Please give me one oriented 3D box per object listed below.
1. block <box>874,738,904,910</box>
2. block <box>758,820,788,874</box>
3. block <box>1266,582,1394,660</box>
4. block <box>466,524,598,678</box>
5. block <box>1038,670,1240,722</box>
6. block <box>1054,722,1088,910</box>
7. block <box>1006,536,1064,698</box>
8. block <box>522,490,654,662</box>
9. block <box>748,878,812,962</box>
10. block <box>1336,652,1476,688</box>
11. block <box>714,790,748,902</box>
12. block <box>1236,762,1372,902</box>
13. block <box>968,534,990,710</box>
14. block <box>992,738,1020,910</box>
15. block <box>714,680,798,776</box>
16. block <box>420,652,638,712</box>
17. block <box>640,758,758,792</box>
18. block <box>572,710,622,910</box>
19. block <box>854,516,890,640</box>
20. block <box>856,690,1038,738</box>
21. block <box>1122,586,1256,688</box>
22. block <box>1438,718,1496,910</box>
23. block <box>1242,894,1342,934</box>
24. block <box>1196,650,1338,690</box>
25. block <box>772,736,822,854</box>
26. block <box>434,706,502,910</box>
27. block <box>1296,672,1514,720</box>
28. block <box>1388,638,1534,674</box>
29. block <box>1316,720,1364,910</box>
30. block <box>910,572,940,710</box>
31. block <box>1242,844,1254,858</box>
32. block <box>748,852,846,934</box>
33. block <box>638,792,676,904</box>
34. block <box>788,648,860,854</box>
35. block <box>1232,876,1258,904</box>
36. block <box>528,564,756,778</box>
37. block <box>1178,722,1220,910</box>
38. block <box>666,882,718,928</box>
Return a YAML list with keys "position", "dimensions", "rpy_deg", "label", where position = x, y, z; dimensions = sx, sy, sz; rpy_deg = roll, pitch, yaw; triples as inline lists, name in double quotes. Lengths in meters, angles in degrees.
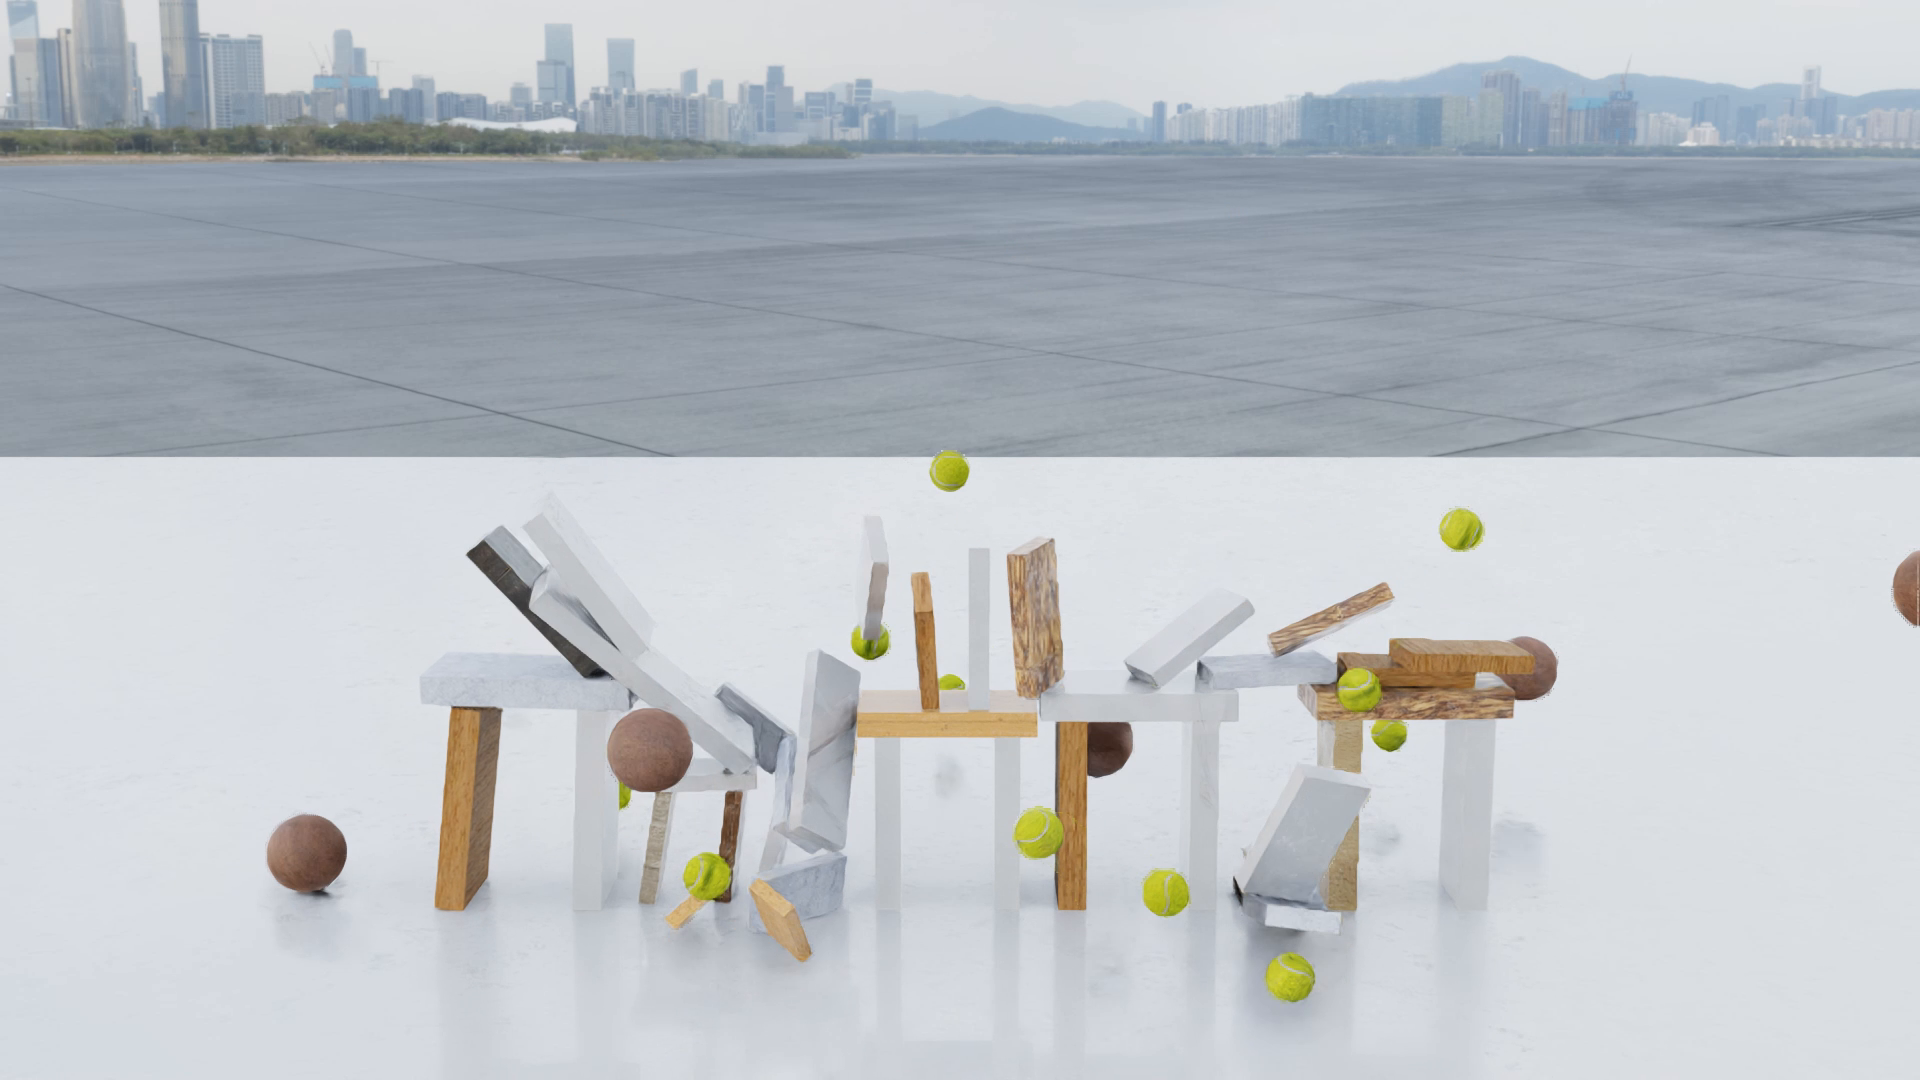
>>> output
- position: [-0.117, 0.448, 3.639]
  dimensions: [0.041, 0.291, 0.145]
  rpy_deg: [0, 11, 0]
  label: "block"
- position: [-0.304, 0.500, 3.654]
  dimensions: [0.026, 0.182, 0.091]
  rpy_deg: [16, 12, 4]
  label: "block"
- position: [0.599, 0.131, 3.565]
  dimensions: [0.208, 0.029, 0.104]
  rpy_deg: [-25, -12, 2]
  label: "block"
- position: [-0.678, 0.098, 3.576]
  dimensions: [0.039, 0.273, 0.136]
  rpy_deg: [-42, 7, 8]
  label: "block"
- position: [0.289, 0.255, 3.606]
  dimensions: [0.319, 0.045, 0.159]
  rpy_deg: [0, 11, 0]
  label: "block"
- position: [0.183, 0.433, 3.640]
  dimensions: [0.045, 0.319, 0.159]
  rpy_deg: [0, 11, 0]
  label: "block"
- position: [0.122, 0.123, 3.538]
  dimensions: [0.033, 0.235, 0.117]
  rpy_deg: [2, 14, 26]
  label: "block"
- position: [-0.586, 0.056, 3.483]
  dimensions: [0.039, 0.273, 0.136]
  rpy_deg: [-34, 15, 6]
  label: "block"
- position: [-0.270, 0.575, 3.322]
  dimensions: [0.077, 0.155, 0.022]
  rpy_deg: [34, 65, 29]
  label: "block"
- position: [0.729, 0.213, 3.601]
  dimensions: [0.208, 0.029, 0.104]
  rpy_deg: [1, 11, 0]
  label: "block"
- position: [-0.379, 0.495, 3.653]
  dimensions: [0.027, 0.191, 0.095]
  rpy_deg: [7, 11, 0]
  label: "block"
- position: [0.528, 0.453, 3.391]
  dimensions: [0.117, 0.235, 0.033]
  rpy_deg: [12, 30, -20]
  label: "block"
- position: [0.031, 0.133, 3.581]
  dimensions: [0.033, 0.267, 0.117]
  rpy_deg: [0, 11, 0]
  label: "block"
- position: [0.077, 0.448, 3.639]
  dimensions: [0.041, 0.291, 0.145]
  rpy_deg: [0, 11, 0]
  label: "block"
- position: [-0.355, 0.317, 3.703]
  dimensions: [0.165, 0.077, 0.022]
  rpy_deg: [40, 13, -15]
  label: "block"
- position: [-0.694, 0.231, 3.603]
  dimensions: [0.338, 0.048, 0.169]
  rpy_deg: [2, 11, 2]
  label: "block"
- position: [-0.429, 0.388, 3.629]
  dimensions: [0.191, 0.027, 0.095]
  rpy_deg: [-1, 11, -5]
  label: "block"
- position: [-0.600, 0.423, 3.639]
  dimensions: [0.048, 0.337, 0.169]
  rpy_deg: [3, 11, -1]
  label: "block"
- position: [-0.147, 0.065, 3.662]
  dimensions: [0.029, 0.202, 0.101]
  rpy_deg: [-3, 49, -11]
  label: "block"
- position: [-0.020, 0.285, 3.609]
  dimensions: [0.291, 0.041, 0.145]
  rpy_deg: [0, 11, 0]
  label: "block"
- position: [0.377, 0.159, 3.620]
  dimensions: [0.208, 0.029, 0.104]
  rpy_deg: [-37, 21, -12]
  label: "block"
- position: [0.838, 0.433, 3.637]
  dimensions: [0.045, 0.320, 0.160]
  rpy_deg: [0, 11, 0]
  label: "block"
- position: [0.497, 0.564, 3.332]
  dimensions: [0.104, 0.029, 0.446]
  rpy_deg: [6, -7, 4]
  label: "block"
- position: [0.503, 0.214, 3.615]
  dimensions: [0.208, 0.029, 0.104]
  rpy_deg: [-3, 11, -10]
  label: "block"
- position: [-0.261, 0.416, 3.593]
  dimensions: [0.026, 0.091, 0.182]
  rpy_deg: [-33, 35, 27]
  label: "block"
- position: [-0.811, 0.422, 3.639]
  dimensions: [0.048, 0.338, 0.169]
  rpy_deg: [7, 11, 0]
  label: "block"
- position: [0.728, 0.252, 3.609]
  dimensions: [0.320, 0.045, 0.160]
  rpy_deg: [0, 11, -2]
  label: "block"
- position: [0.814, 0.189, 3.577]
  dimensions: [0.208, 0.029, 0.104]
  rpy_deg: [2, 11, -9]
  label: "block"
- position: [0.624, 0.433, 3.637]
  dimensions: [0.045, 0.320, 0.160]
  rpy_deg: [0, 11, 0]
  label: "block"
- position: [-0.056, 0.162, 3.534]
  dimensions: [0.029, 0.202, 0.101]
  rpy_deg: [-5, 37, -3]
  label: "block"
- position: [0.505, 0.545, 3.583]
  dimensions: [0.056, 0.112, 0.016]
  rpy_deg: [-18, -8, -14]
  label: "block"
- position: [-0.261, 0.566, 3.535]
  dimensions: [0.026, 0.091, 0.182]
  rpy_deg: [19, 19, 41]
  label: "block"
- position: [-0.500, 0.496, 3.648]
  dimensions: [0.027, 0.191, 0.095]
  rpy_deg: [10, 10, -2]
  label: "block"
- position: [-0.220, 0.343, 3.602]
  dimensions: [0.029, 0.326, 0.101]
  rpy_deg: [-24, -42, 36]
  label: "block"
- position: [0.488, 0.583, 3.651]
  dimensions: [0.056, 0.016, 0.112]
  rpy_deg: [0, 8, -1]
  label: "block"
- position: [-0.509, 0.210, 3.550]
  dimensions: [0.440, 0.039, 0.136]
  rpy_deg: [41, 9, -17]
  label: "block"
- position: [0.395, 0.433, 3.640]
  dimensions: [0.045, 0.319, 0.159]
  rpy_deg: [0, 11, 0]
  label: "block"
- position: [-0.420, 0.573, 3.452]
  dimensions: [0.077, 0.022, 0.155]
  rpy_deg: [-41, -4, -7]
  label: "block"
